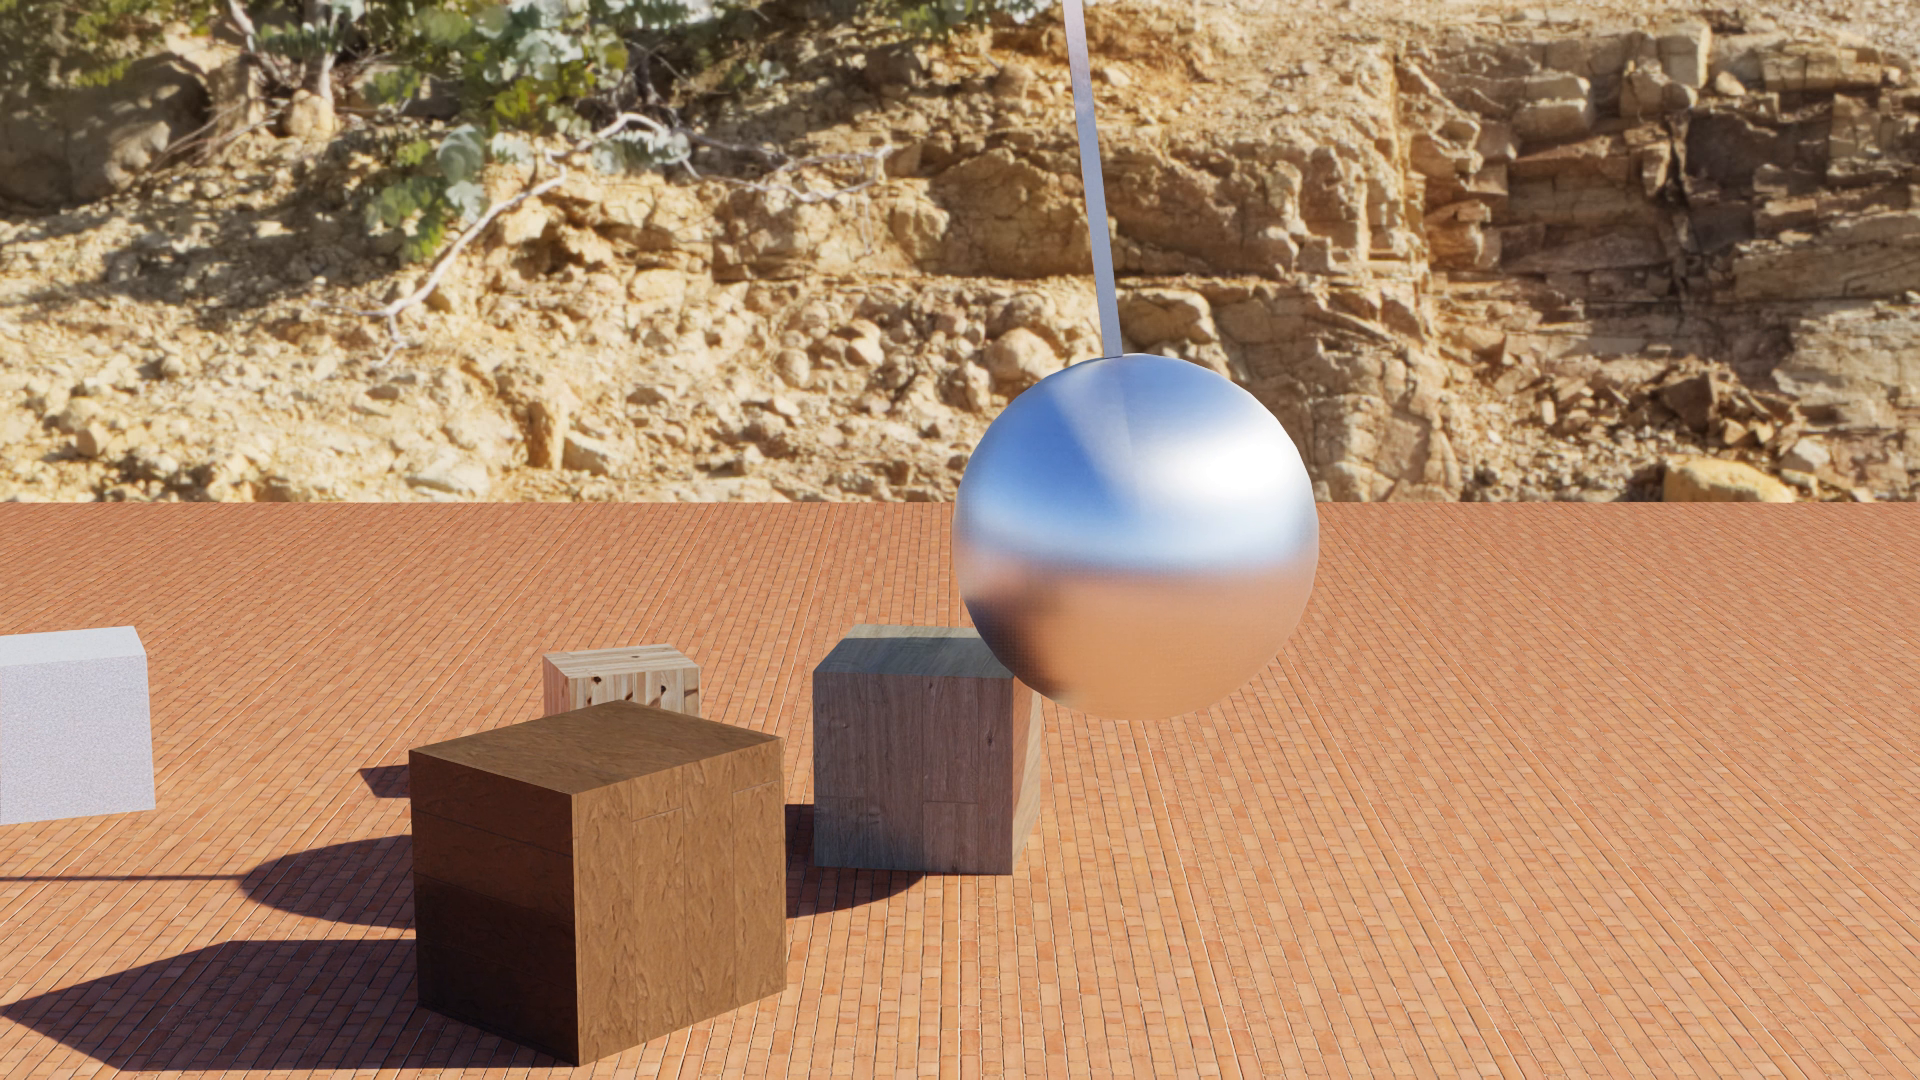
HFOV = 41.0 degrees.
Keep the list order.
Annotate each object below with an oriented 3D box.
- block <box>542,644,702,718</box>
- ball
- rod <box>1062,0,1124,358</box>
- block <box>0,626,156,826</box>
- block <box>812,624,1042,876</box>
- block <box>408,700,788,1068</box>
[{"bbox_3d":[-1.707,0.899,12.952,0.662,0.596,0.580,-4,11,-22],"label":"block"},{"bbox_3d":[0.761,-0.011,11.178,1.600,1.600,1.600,0,10,0],"label":"ball"},{"bbox_3d":[0.330,-3.329,10.575,0.080,5.200,0.080,-7,10,1],"label":"rod"},{"bbox_3d":[-4.406,0.894,12.505,0.824,0.767,0.706,-4,11,-22],"label":"block"},{"bbox_3d":[-0.133,0.946,11.860,0.897,0.896,1.012,2,10,9],"label":"block"},{"bbox_3d":[-1.369,1.265,9.786,0.933,1.009,1.052,9,14,40],"label":"block"}]
